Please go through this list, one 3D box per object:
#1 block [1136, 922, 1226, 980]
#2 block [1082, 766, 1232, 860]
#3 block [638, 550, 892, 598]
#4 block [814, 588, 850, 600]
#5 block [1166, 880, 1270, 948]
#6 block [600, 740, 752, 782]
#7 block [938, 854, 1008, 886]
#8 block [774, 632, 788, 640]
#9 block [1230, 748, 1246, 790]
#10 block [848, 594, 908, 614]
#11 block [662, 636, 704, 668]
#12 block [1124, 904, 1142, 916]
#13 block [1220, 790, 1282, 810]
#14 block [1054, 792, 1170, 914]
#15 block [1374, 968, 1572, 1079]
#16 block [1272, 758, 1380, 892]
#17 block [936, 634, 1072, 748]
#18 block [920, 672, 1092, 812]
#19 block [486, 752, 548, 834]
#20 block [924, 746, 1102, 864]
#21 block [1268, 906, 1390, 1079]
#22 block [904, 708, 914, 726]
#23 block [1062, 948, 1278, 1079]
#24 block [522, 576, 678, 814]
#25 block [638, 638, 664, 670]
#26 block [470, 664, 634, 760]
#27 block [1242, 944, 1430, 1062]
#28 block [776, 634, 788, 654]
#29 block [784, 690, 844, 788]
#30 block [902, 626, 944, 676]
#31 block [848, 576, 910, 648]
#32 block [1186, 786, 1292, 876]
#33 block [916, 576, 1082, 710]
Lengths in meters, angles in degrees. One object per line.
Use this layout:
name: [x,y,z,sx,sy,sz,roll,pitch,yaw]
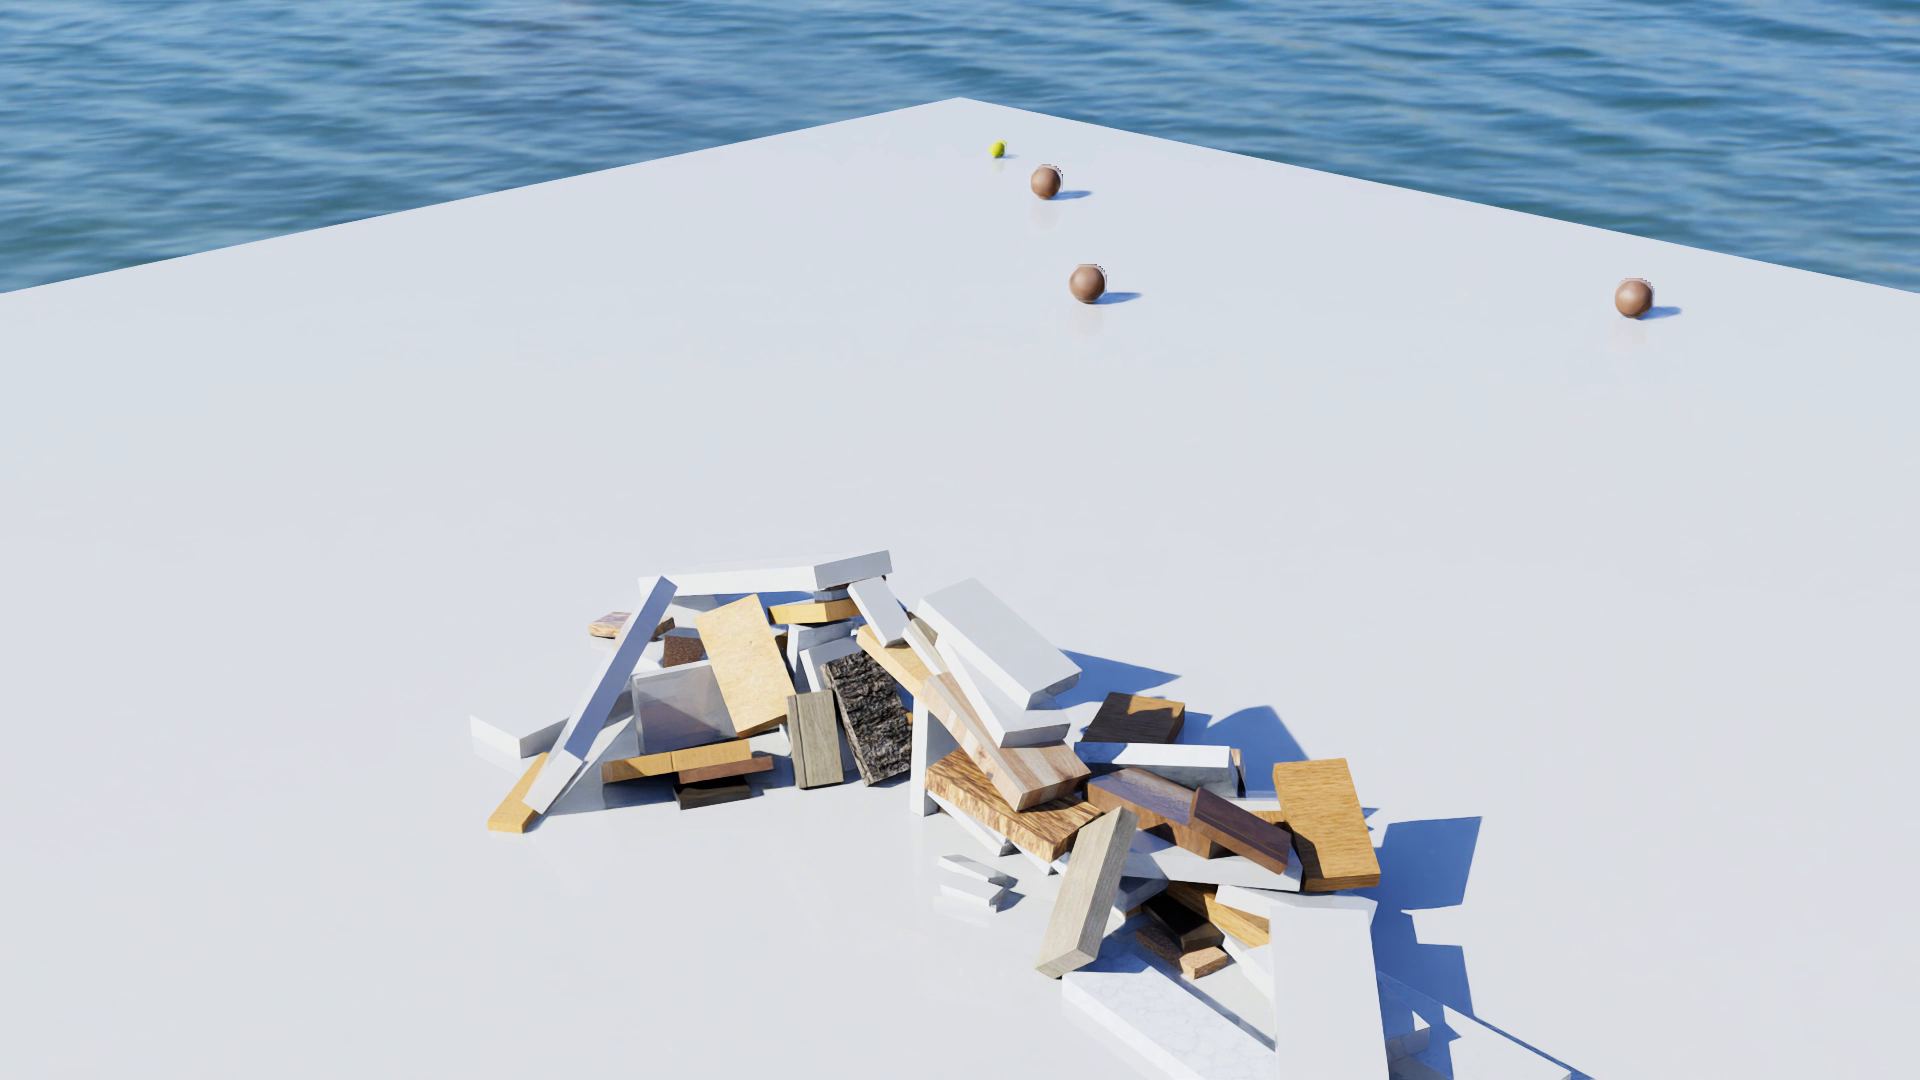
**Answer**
block: [0.401,0.739,3.990,0.079,0.022,0.158,-16,28,-33]
block: [0.393,0.507,4.109,0.304,0.043,0.152,20,20,40]
block: [-0.467,0.080,4.981,0.173,0.049,1.091,-12,4,-27]
block: [-0.259,0.113,4.655,0.067,0.019,0.135,-9,2,-20]
block: [0.533,0.684,4.035,0.144,0.041,0.287,-4,23,-43]
block: [-0.589,0.457,4.549,0.287,0.041,0.144,-8,-4,-19]
block: [0.024,0.634,4.220,0.121,0.017,0.061,18,9,37]
block: [-0.442,0.267,4.945,0.034,0.118,0.237,51,34,9]
block: [0.426,0.458,4.424,0.287,0.144,0.041,1,67,13]
block: [-0.170,0.125,4.508,0.067,0.019,0.134,-10,28,-28]
block: [-0.627,0.286,4.994,0.094,0.027,0.187,6,32,-10]
block: [0.297,0.651,4.117,0.061,0.017,0.124,-14,40,-33]
block: [0.505,0.531,4.365,0.339,0.048,0.170,1,0,0]
block: [0.218,0.550,4.174,0.406,0.047,0.166,32,38,34]
block: [0.772,0.839,3.724,0.161,0.046,0.501,-20,30,-38]
block: [0.683,0.531,4.115,0.139,0.039,0.277,-4,44,-5]
block: [0.081,0.278,4.254,0.147,0.042,0.293,-5,41,-29]
block: [0.085,0.370,4.209,0.166,0.047,0.333,-12,45,-35]
block: [-0.878,0.517,4.515,0.073,0.021,0.292,5,23,11]
block: [0.099,0.489,4.155,0.304,0.043,0.152,28,36,29]
block: [0.593,0.831,3.515,0.170,0.048,0.806,2,24,5]
block: [-0.119,0.410,4.767,0.073,0.021,0.147,-11,25,-24]
block: [0.431,0.868,3.663,0.144,0.041,0.652,-16,28,-33]
block: [-0.759,0.316,4.701,0.048,0.168,0.715,35,28,-9]
block: [-0.690,0.270,5.090,0.187,0.027,0.094,19,29,37]
block: [-0.884,0.372,4.823,0.168,0.048,0.337,19,29,38]
block: [0.636,0.781,3.744,0.161,0.046,0.321,-11,26,-23]
block: [-0.265,0.249,4.944,0.173,0.049,0.346,9,2,21]
block: [-0.302,0.411,4.554,0.095,0.191,0.027,-7,1,-17]
block: [-0.041,0.224,4.365,0.076,0.022,0.152,-15,52,-37]
block: [-0.156,0.144,4.424,0.076,0.022,0.152,-14,58,-36]
block: [0.506,0.526,3.981,0.191,0.027,0.095,28,31,-2]
block: [0.075,0.198,4.287,0.147,0.042,0.314,-21,51,-41]
